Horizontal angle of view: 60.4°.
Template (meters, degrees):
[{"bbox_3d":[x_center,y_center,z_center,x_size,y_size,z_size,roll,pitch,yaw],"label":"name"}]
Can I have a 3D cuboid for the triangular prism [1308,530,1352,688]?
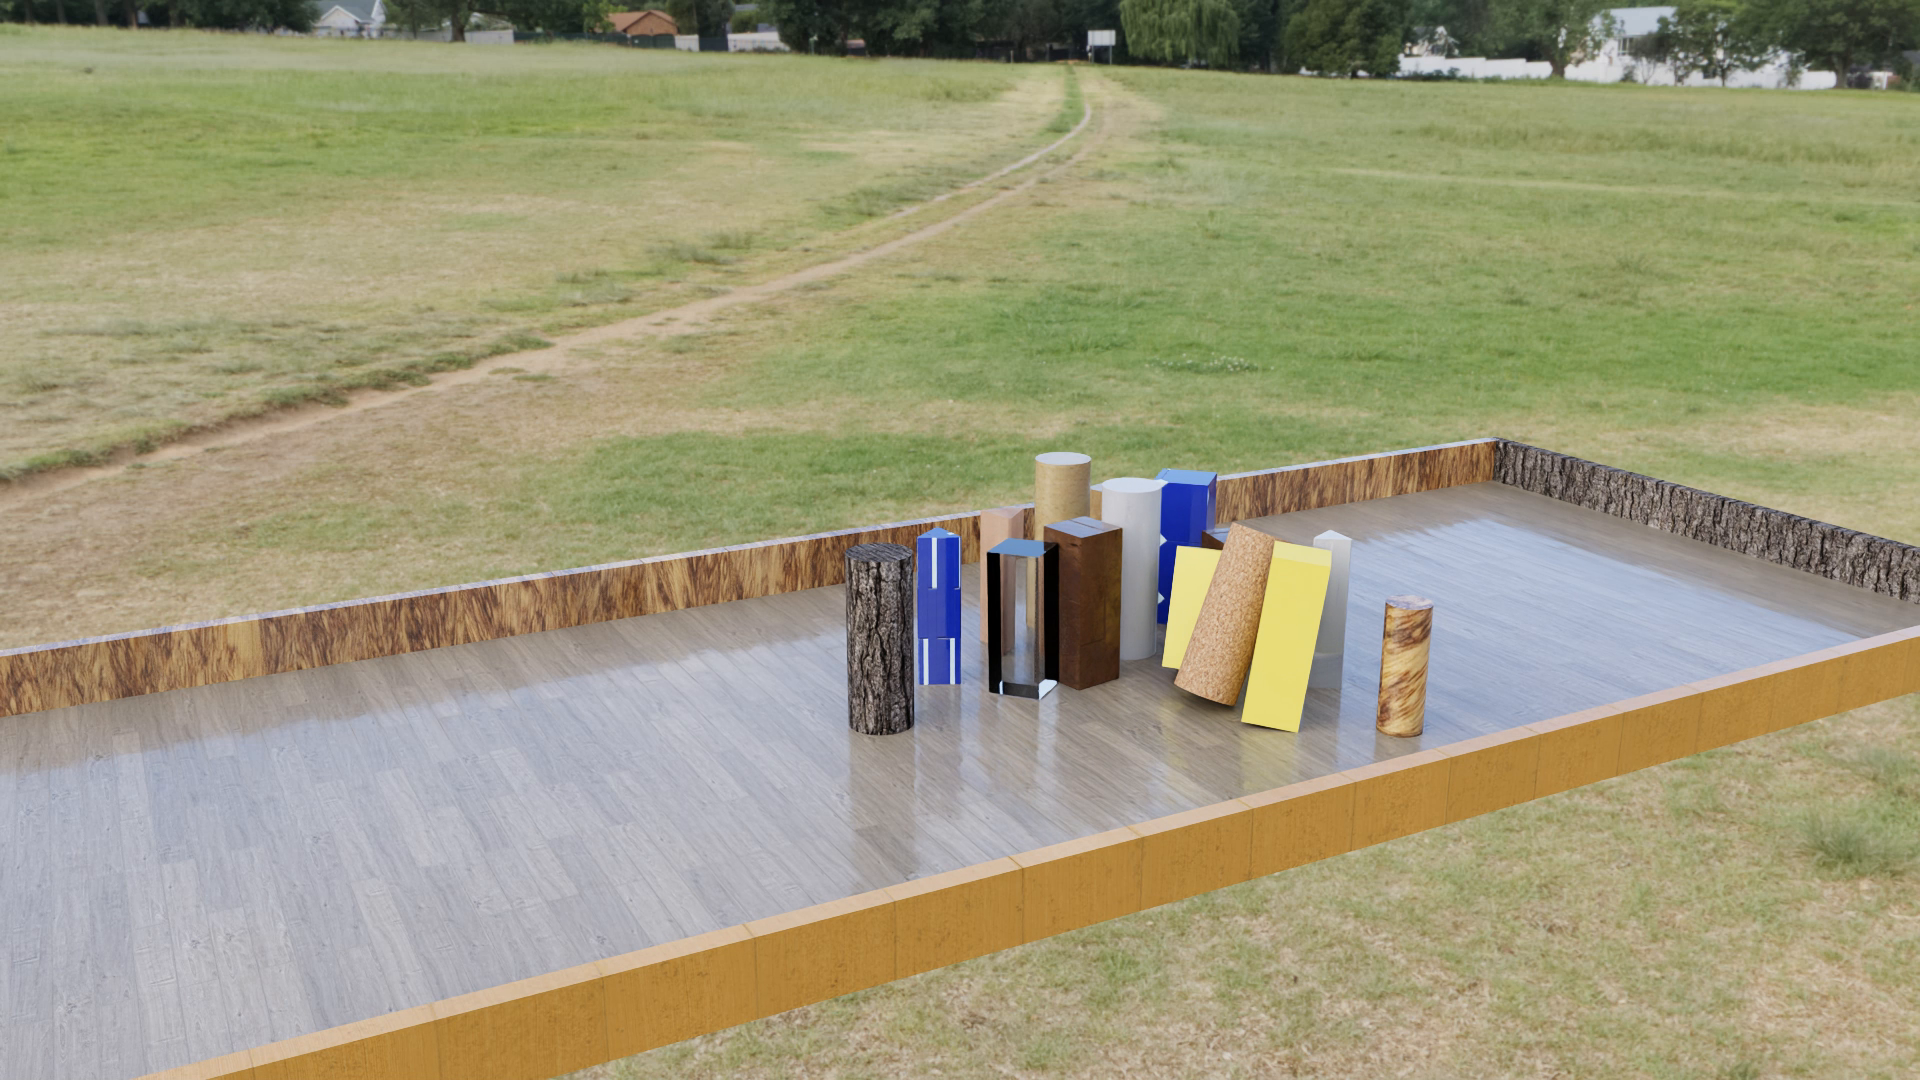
[{"bbox_3d":[0.909,0.172,4.086,0.089,0.386,0.077,2,17,7],"label":"triangular prism"}]

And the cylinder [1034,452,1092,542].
[{"bbox_3d":[0.281,-0.003,4.557,0.153,0.456,0.153,0,16,0],"label":"cylinder"}]

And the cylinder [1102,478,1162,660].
[{"bbox_3d":[0.442,0.075,4.300,0.154,0.451,0.154,0,17,0],"label":"cylinder"}]

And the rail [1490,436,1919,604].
[{"bbox_3d":[2.466,-0.048,5.253,0.050,0.150,2.100,-9,18,-27],"label":"rail"}]

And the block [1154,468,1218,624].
[{"bbox_3d":[0.615,0.021,4.566,0.151,0.404,0.151,5,17,17],"label":"block"}]

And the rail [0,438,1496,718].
[{"bbox_3d":[-3.305,0.497,3.399,12.000,0.150,0.050,-9,18,-27],"label":"rail"}]

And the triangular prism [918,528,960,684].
[{"bbox_3d":[-0.053,0.164,4.119,0.106,0.382,0.092,-1,16,-3],"label":"triangular prism"}]

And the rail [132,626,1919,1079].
[{"bbox_3d":[-2.336,1.006,1.665,12.000,0.150,0.050,-9,18,-27],"label":"rail"}]

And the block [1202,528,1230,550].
[{"bbox_3d":[0.717,0.135,4.346,0.127,0.310,0.127,-5,17,-18],"label":"block"}]

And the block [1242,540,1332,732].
[{"bbox_3d":[0.760,0.225,3.842,0.131,0.409,0.131,11,18,10],"label":"block"}]

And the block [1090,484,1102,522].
[{"bbox_3d":[0.488,-0.008,4.845,0.176,0.302,0.176,16,23,43],"label":"block"}]

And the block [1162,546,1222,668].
[{"bbox_3d":[0.632,0.177,4.157,0.165,0.303,0.165,8,2,25],"label":"block"}]

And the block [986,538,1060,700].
[{"bbox_3d":[0.157,0.192,4.057,0.134,0.361,0.134,6,17,24],"label":"block"}]

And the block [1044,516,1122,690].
[{"bbox_3d":[0.304,0.157,4.120,0.137,0.395,0.137,-13,21,-37],"label":"block"}]

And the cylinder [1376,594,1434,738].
[{"bbox_3d":[1.026,0.292,3.809,0.107,0.312,0.107,0,16,0],"label":"cylinder"}]

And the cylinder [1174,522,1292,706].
[{"bbox_3d":[0.659,0.177,3.970,0.155,0.413,0.155,19,4,-1],"label":"cylinder"}]

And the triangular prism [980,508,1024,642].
[{"bbox_3d":[0.129,0.098,4.379,0.099,0.363,0.115,-14,21,-39],"label":"triangular prism"}]

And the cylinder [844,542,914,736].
[{"bbox_3d":[-0.185,0.229,3.831,0.156,0.419,0.156,0,16,0],"label":"cylinder"}]
